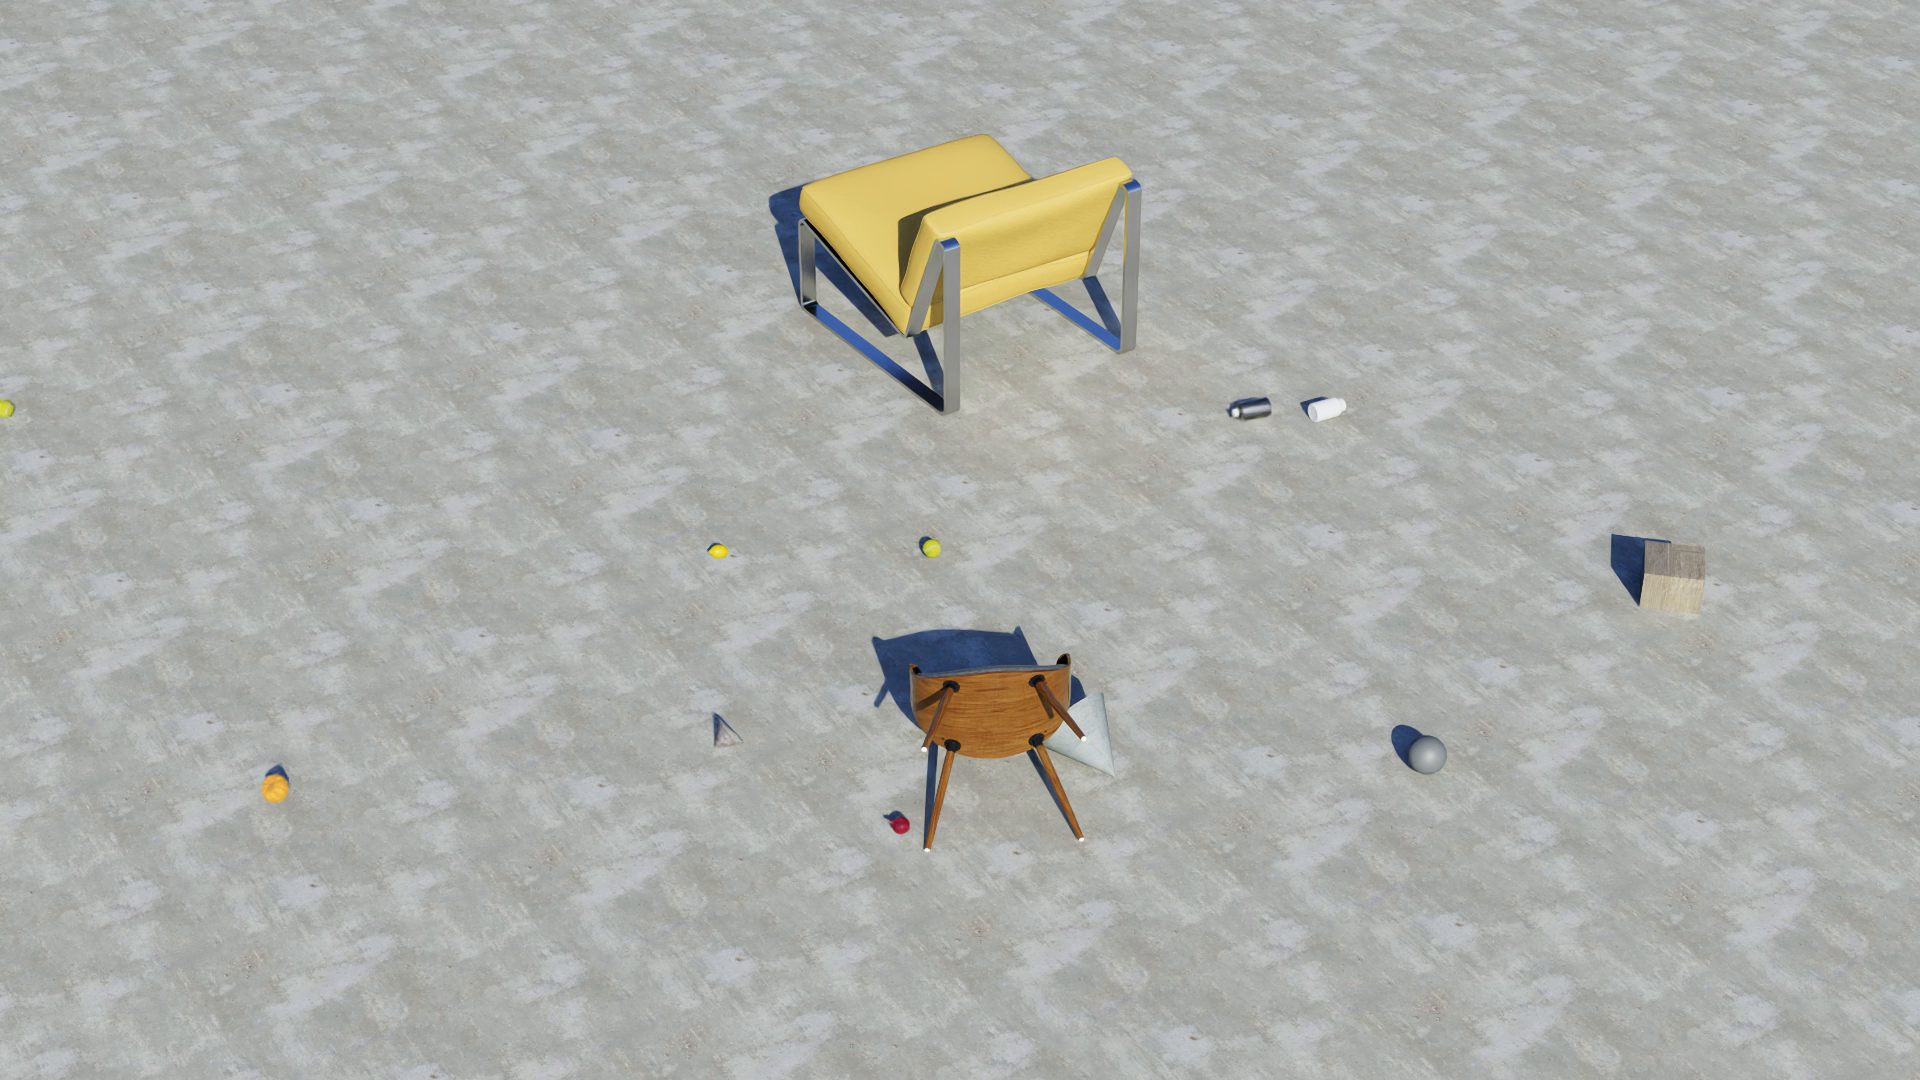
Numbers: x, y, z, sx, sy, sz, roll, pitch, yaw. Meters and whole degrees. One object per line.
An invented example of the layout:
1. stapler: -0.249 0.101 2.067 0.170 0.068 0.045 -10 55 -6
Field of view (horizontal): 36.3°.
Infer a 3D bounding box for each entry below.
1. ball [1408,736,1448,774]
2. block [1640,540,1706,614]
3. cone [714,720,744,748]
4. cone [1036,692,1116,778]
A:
1. ball: 1.552 0.714 9.742 0.131 0.131 0.131 0 33 0
2. block: 2.576 0.135 10.605 0.213 0.148 0.219 6 34 10
3. cone: -0.800 0.673 9.880 0.087 0.112 0.121 -47 33 -6
4. cone: 0.443 0.694 9.781 0.283 0.277 0.253 -25 69 -39
